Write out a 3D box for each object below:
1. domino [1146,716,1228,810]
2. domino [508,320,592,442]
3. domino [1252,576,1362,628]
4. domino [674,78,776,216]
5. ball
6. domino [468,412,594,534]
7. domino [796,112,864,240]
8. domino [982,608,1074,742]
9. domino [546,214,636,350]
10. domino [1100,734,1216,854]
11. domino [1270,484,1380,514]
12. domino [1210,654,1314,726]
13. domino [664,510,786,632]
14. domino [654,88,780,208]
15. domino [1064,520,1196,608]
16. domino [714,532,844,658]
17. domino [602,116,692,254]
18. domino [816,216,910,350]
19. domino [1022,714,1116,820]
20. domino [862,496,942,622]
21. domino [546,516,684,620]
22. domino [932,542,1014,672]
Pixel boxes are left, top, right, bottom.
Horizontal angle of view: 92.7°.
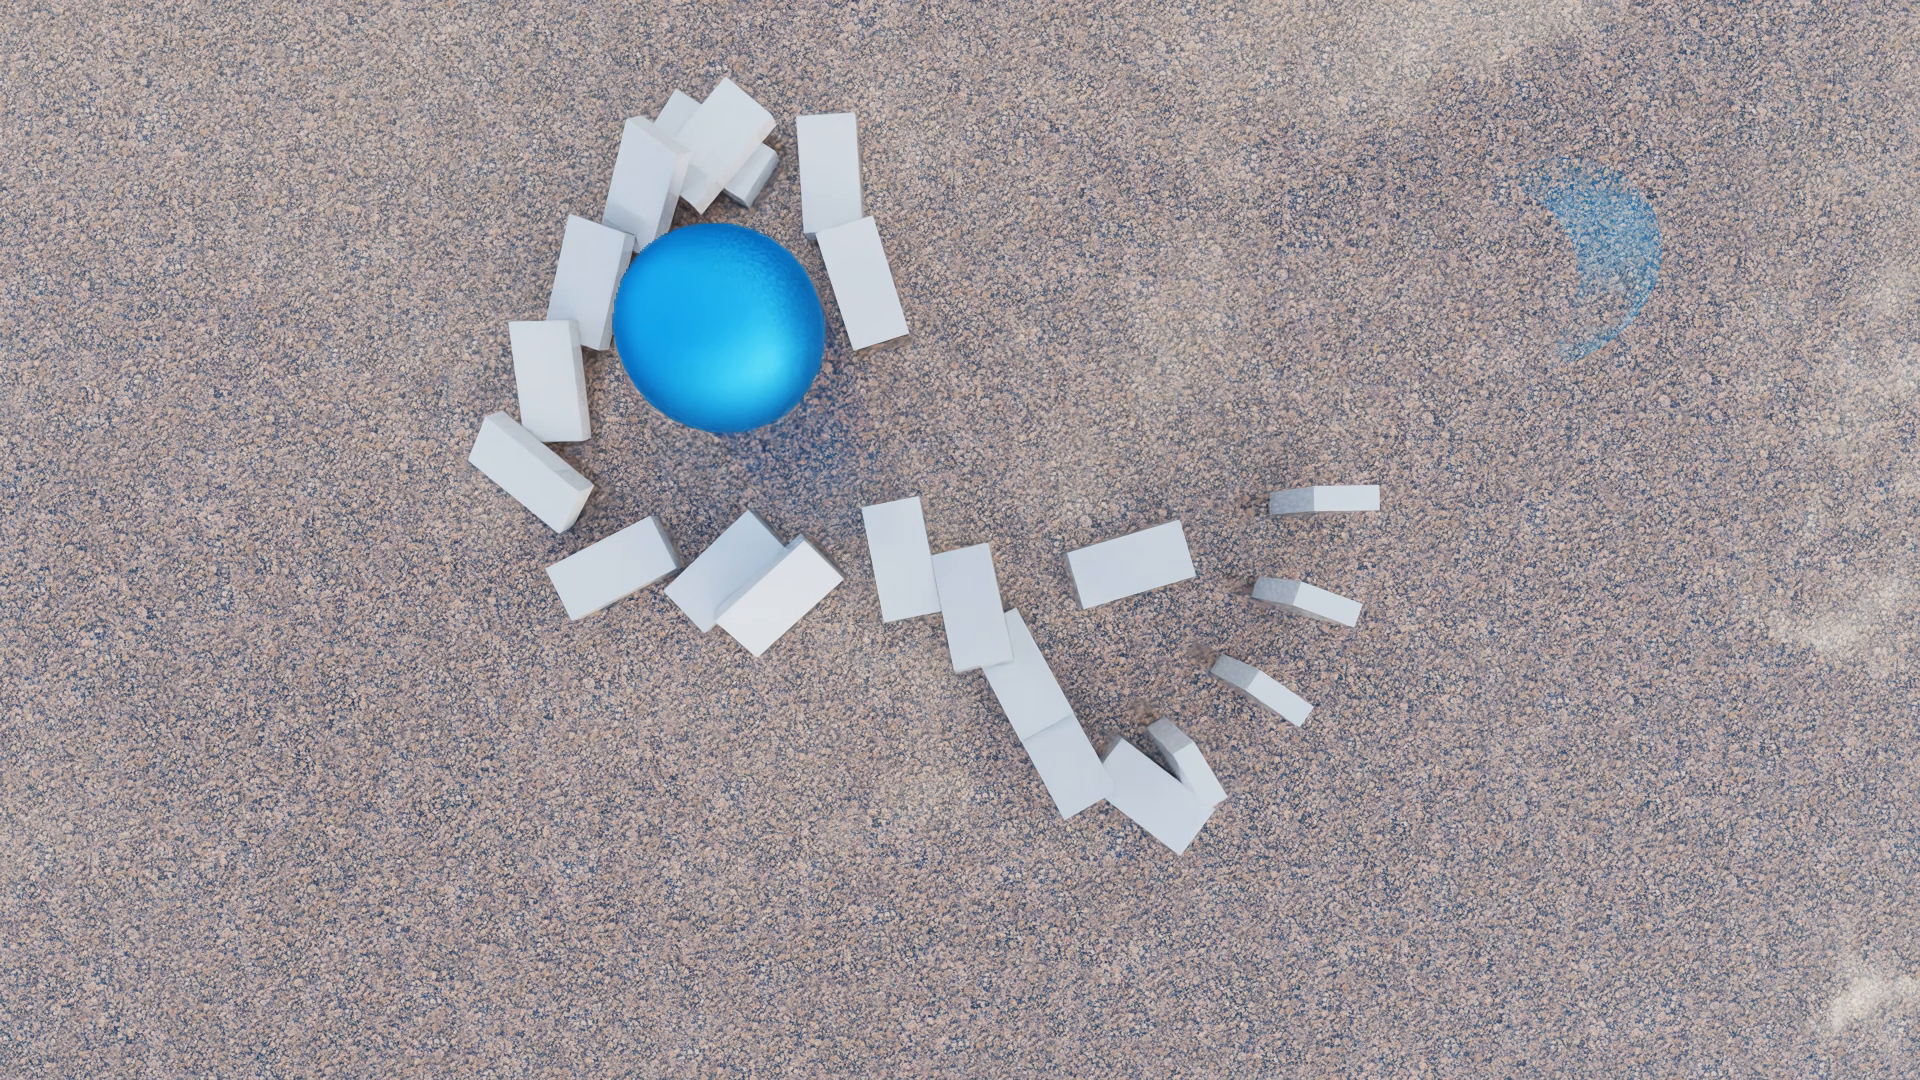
[{"bbox_3d":[0.092,0.090,0.375,0.010,0.050,0.025,-31,90,0],"label":"domino"},{"bbox_3d":[-0.174,-0.067,0.390,0.025,0.009,0.050,-1,103,0],"label":"domino"},{"bbox_3d":[0.140,0.025,0.375,0.025,0.050,0.010,20,90,0],"label":"domino"},{"bbox_3d":[-0.104,-0.166,0.386,0.025,0.009,0.050,40,90,0],"label":"domino"},{"bbox_3d":[-0.093,-0.082,0.360,0.080,0.080,0.080,0,90,0],"label":"ball"},{"bbox_3d":[-0.183,-0.029,0.390,0.050,0.009,0.025,39,119,0],"label":"domino"},{"bbox_3d":[-0.056,-0.157,0.395,0.025,0.010,0.050,-4,90,0],"label":"domino"},{"bbox_3d":[0.025,0.057,0.389,0.025,0.009,0.050,-29,75,0],"label":"domino"},{"bbox_3d":[-0.158,-0.109,0.390,0.025,0.010,0.050,19,104,0],"label":"domino"},{"bbox_3d":[0.081,0.109,0.395,0.050,0.010,0.025,37,90,0],"label":"domino"},{"bbox_3d":[0.148,-0.016,0.375,0.025,0.050,0.010,-1,90,0],"label":"domino"},{"bbox_3d":[0.122,0.061,0.375,0.025,0.050,0.010,35,90,0],"label":"domino"},{"bbox_3d":[-0.100,0.013,0.395,0.050,0.009,0.025,-44,90,0],"label":"domino"},{"bbox_3d":[-0.107,-0.169,0.395,0.050,0.010,0.025,32,90,0],"label":"domino"},{"bbox_3d":[0.073,0.010,0.395,0.050,0.009,0.025,-16,90,0],"label":"domino"},{"bbox_3d":[-0.077,0.024,0.390,0.050,0.010,0.025,-42,117,0],"label":"domino"},{"bbox_3d":[-0.131,-0.145,0.381,0.025,0.009,0.050,36,129,0],"label":"domino"},{"bbox_3d":[-0.041,-0.109,0.390,0.025,0.009,0.050,-17,102,0],"label":"domino"},{"bbox_3d":[0.043,0.090,0.389,0.025,0.010,0.050,-29,76,0],"label":"domino"},{"bbox_3d":[-0.025,0.008,0.395,0.025,0.009,0.050,-11,90,0],"label":"domino"},{"bbox_3d":[-0.149,0.012,0.395,0.050,0.010,0.025,-27,90,0],"label":"domino"},{"bbox_3d":[0.005,0.029,0.388,0.025,0.010,0.050,-13,76,4],"label":"domino"}]
